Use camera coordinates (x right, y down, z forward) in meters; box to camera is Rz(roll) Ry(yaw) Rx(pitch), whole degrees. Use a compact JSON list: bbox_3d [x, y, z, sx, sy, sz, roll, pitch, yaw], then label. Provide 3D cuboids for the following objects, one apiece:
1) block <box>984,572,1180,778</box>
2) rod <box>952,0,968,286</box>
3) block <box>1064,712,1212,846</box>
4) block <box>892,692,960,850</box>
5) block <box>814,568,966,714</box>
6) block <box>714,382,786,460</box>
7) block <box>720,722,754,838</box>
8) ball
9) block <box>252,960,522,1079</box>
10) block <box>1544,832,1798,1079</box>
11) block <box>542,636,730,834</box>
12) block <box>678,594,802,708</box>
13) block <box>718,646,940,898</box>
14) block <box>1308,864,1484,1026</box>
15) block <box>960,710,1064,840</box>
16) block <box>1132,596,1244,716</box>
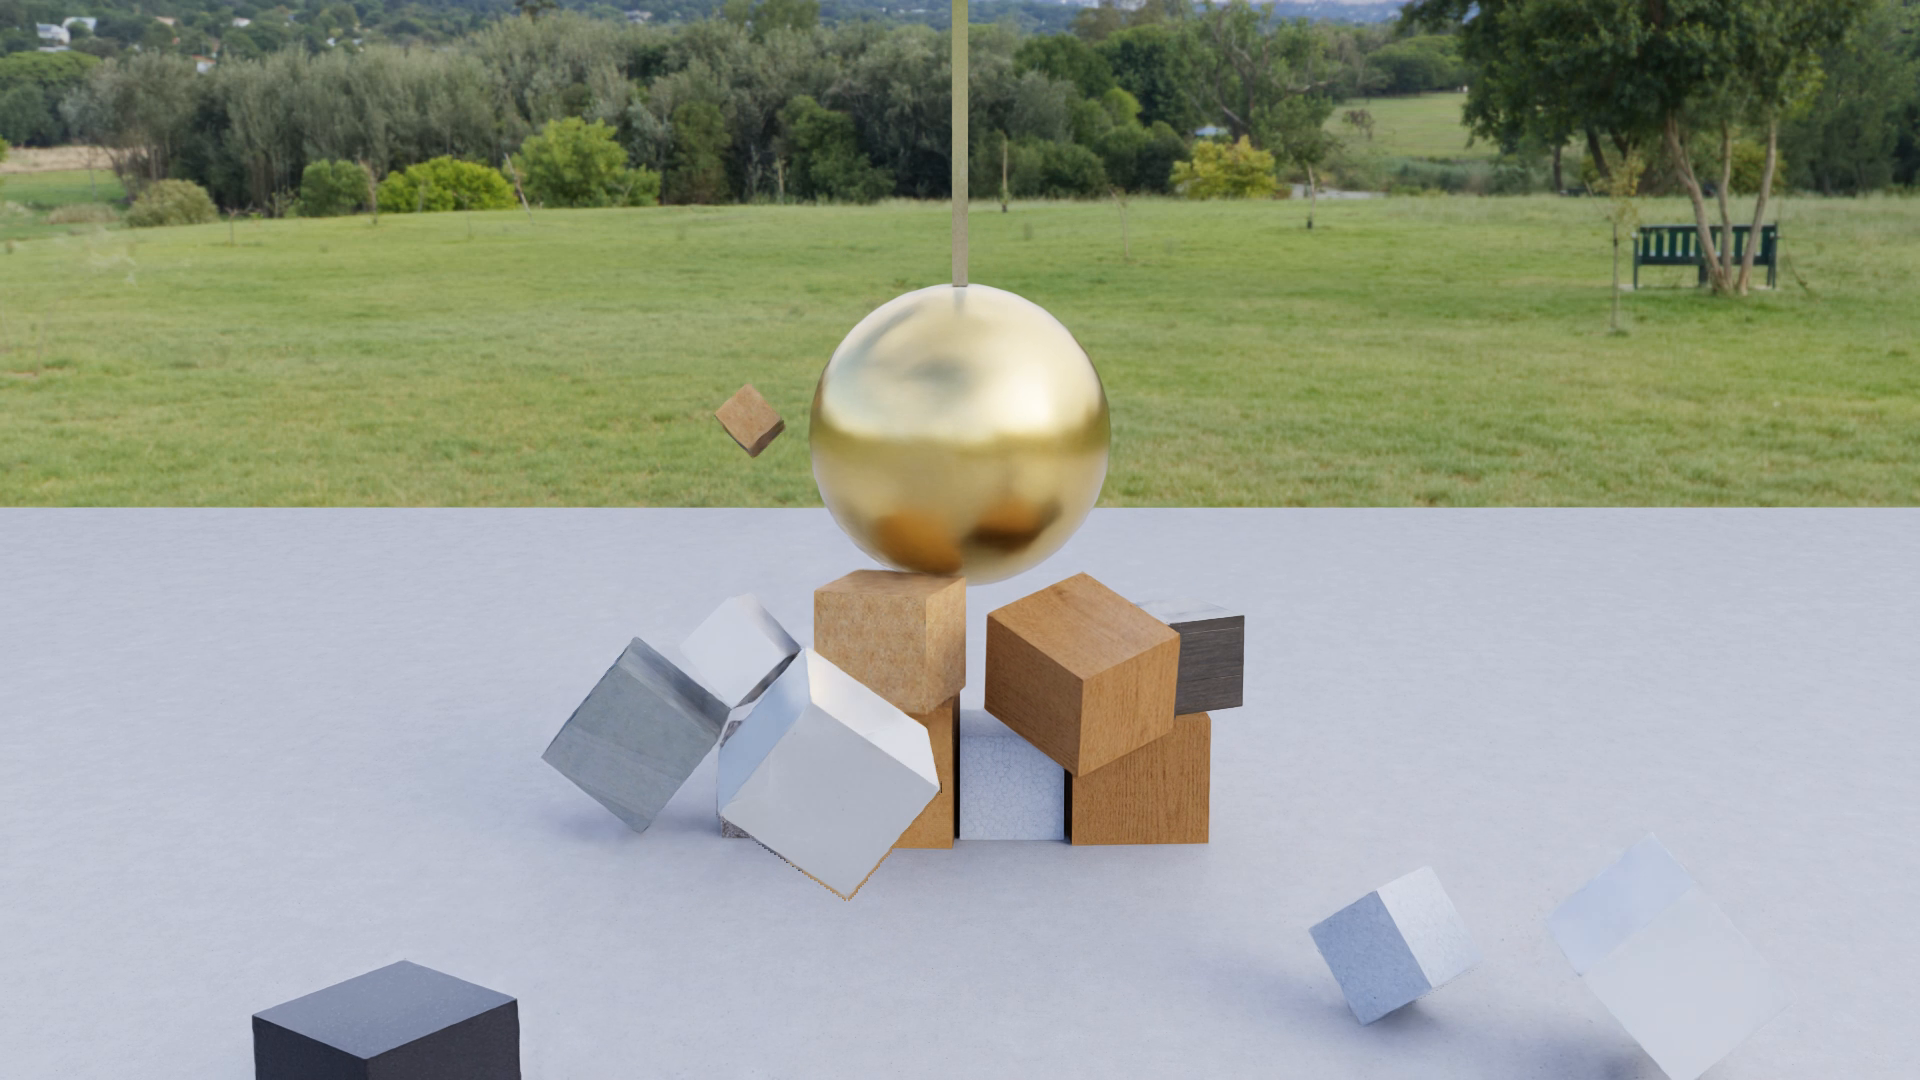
[{"bbox_3d":[0.594,0.652,10.835,0.627,0.577,0.710,-22,39,-33],"label":"block"},{"bbox_3d":[0.000,-3.830,10.711,0.080,5.200,0.080,0,15,0],"label":"rod"},{"bbox_3d":[0.893,1.161,11.375,0.694,0.646,0.665,-1,10,-3],"label":"block"},{"bbox_3d":[-0.350,1.125,11.336,0.664,0.731,0.715,1,10,3],"label":"block"},{"bbox_3d":[-0.346,0.502,11.099,0.591,0.580,0.590,4,11,19],"label":"block"},{"bbox_3d":[-1.137,-0.646,11.932,0.251,0.270,0.288,-43,-6,-6],"label":"block"},{"bbox_3d":[-0.958,1.237,11.400,0.513,0.487,0.480,0,10,0],"label":"block"},{"bbox_3d":[0.000,-0.550,11.604,1.600,1.600,1.600,0,10,0],"label":"ball"},{"bbox_3d":[-1.993,1.886,7.688,0.619,0.538,0.652,8,13,37],"label":"block"},{"bbox_3d":[2.673,1.580,8.330,0.543,0.579,0.627,-42,5,8],"label":"block"},{"bbox_3d":[-1.659,0.996,11.346,0.636,0.627,0.633,39,8,-6],"label":"block"},{"bbox_3d":[-1.108,0.559,11.186,0.415,0.379,0.416,46,7,6],"label":"block"},{"bbox_3d":[-0.528,0.909,8.681,0.624,0.581,0.550,36,12,-17],"label":"block"},{"bbox_3d":[1.763,1.637,8.896,0.399,0.436,0.400,-12,-22,-46],"label":"block"},{"bbox_3d":[0.264,1.209,11.394,0.528,0.544,0.522,0,10,0],"label":"block"},{"bbox_3d":[1.097,0.597,11.330,0.527,0.479,0.513,-5,12,-27],"label":"block"}]
